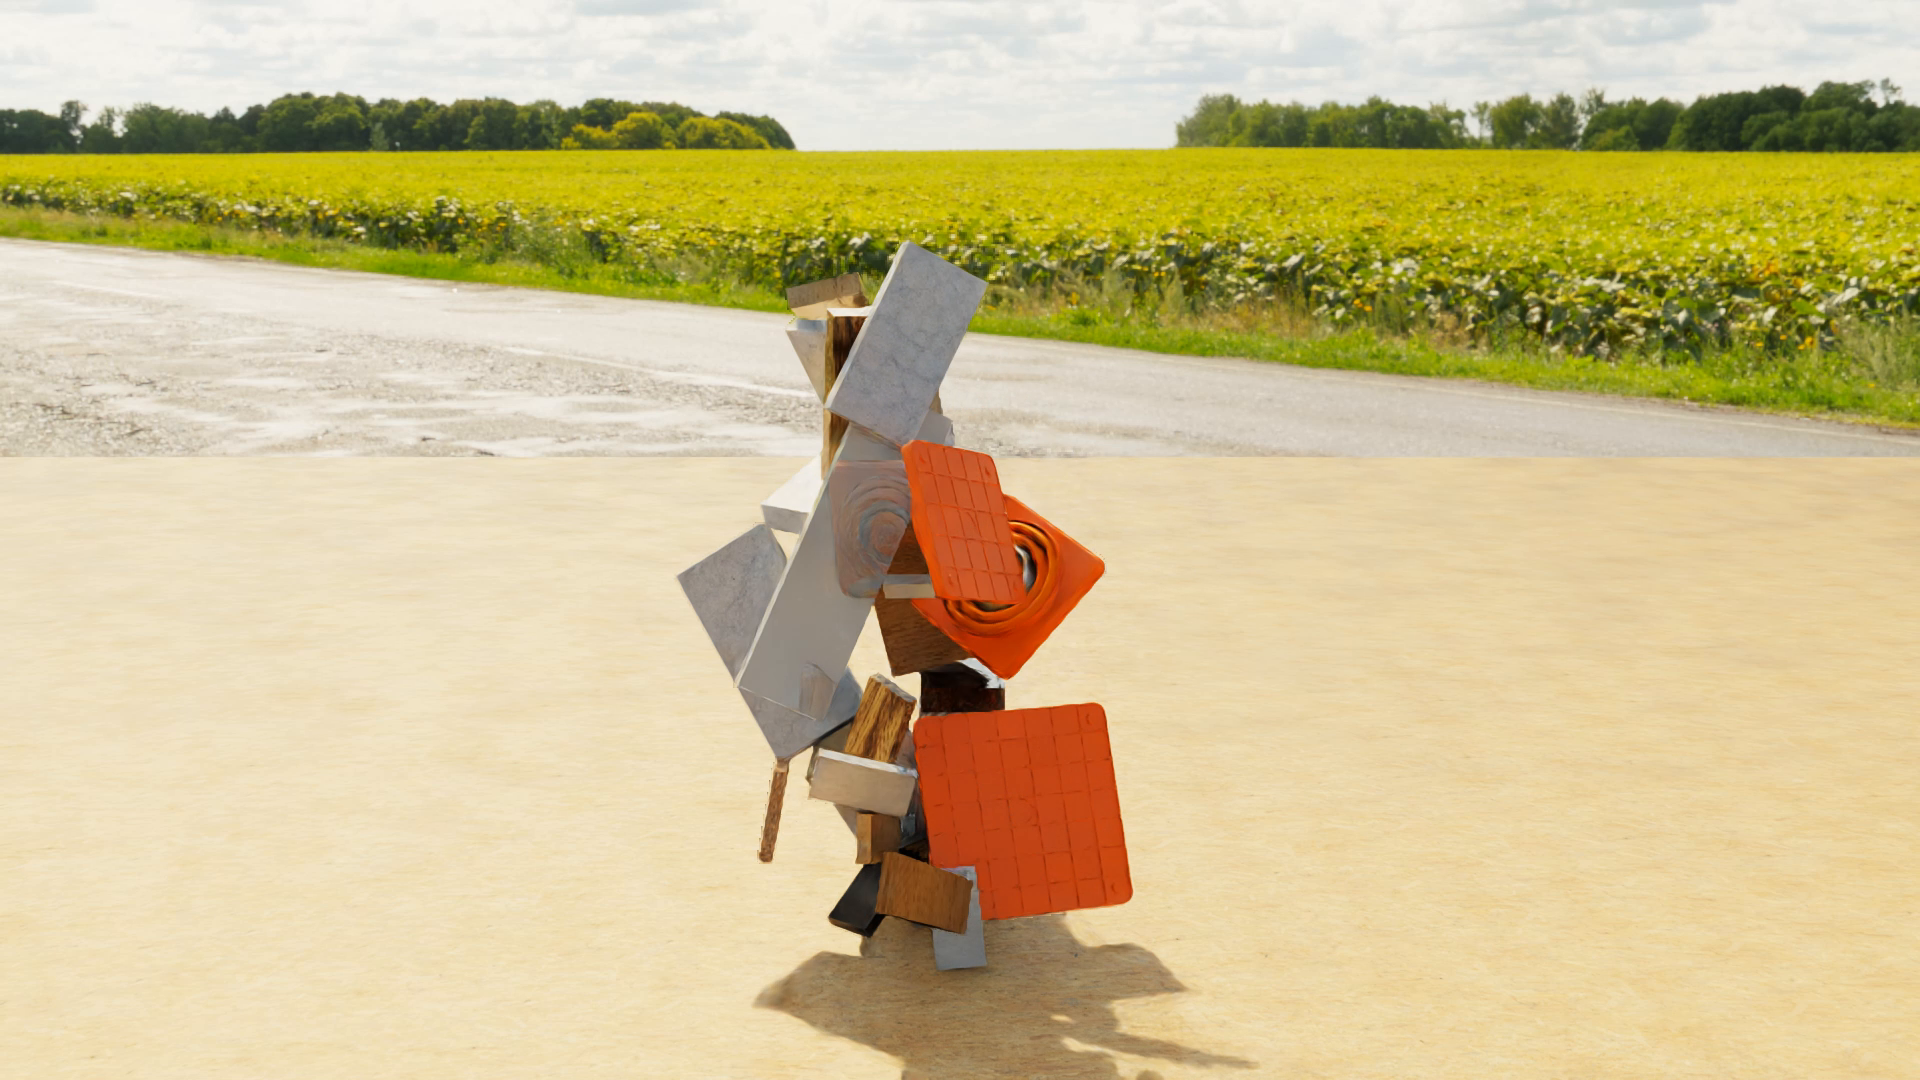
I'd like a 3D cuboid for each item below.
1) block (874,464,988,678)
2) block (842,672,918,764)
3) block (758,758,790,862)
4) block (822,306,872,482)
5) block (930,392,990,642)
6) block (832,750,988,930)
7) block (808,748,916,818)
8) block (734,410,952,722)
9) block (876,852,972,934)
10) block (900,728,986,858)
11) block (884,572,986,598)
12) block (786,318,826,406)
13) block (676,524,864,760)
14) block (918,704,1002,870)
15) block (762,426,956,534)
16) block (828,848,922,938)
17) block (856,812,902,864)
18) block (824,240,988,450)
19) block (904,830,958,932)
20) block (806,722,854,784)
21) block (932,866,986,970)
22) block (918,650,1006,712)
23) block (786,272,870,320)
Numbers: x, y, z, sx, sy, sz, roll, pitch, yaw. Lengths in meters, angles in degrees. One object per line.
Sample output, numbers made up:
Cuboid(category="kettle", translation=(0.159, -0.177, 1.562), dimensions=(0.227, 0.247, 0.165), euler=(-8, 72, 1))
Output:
Cuboid(category="block", translation=(-0.076, 0.054, 3.818), dimensions=(0.169, 0.337, 0.048), euler=(-14, 0, -4))
Cuboid(category="block", translation=(-0.122, 0.286, 3.288), dimensions=(0.078, 0.157, 0.022), euler=(33, 27, 28))
Cuboid(category="block", translation=(-0.285, 0.415, 3.375), dimensions=(0.020, 0.144, 0.072), euler=(10, 10, -2))
Cuboid(category="block", translation=(-0.146, -0.235, 3.609), dimensions=(0.148, 0.295, 0.042), euler=(-4, 25, -18))
Cuboid(category="block", translation=(-0.067, -0.117, 3.937), dimensions=(0.123, 0.631, 0.035), euler=(-13, -2, 40))
Cuboid(category="block", translation=(-0.087, 0.468, 3.495), dimensions=(0.135, 0.271, 0.038), euler=(-33, 10, -3))
Cuboid(category="block", translation=(-0.141, 0.352, 3.175), dimensions=(0.144, 0.072, 0.020), euler=(13, 26, -4))
Cuboid(category="block", translation=(-0.186, 0.018, 3.536), dimensions=(0.148, 0.532, 0.042), euler=(25, -8, -14))
Cuboid(category="block", translation=(-0.045, 0.489, 3.024), dimensions=(0.022, 0.078, 0.457), euler=(6, -12, 13))
Cuboid(category="block", translation=(-0.087, 0.438, 3.663), dimensions=(0.135, 0.271, 0.038), euler=(-32, 10, 5))
Cuboid(category="block", translation=(-0.040, 0.071, 3.447), dimensions=(0.157, 0.022, 0.078), euler=(-2, 11, -1))
Cuboid(category="block", translation=(-0.193, -0.260, 3.713), dimensions=(0.123, 0.246, 0.035), euler=(8, 44, 44))
Cuboid(category="block", translation=(-0.306, 0.168, 3.609), dimensions=(0.169, 0.353, 0.048), euler=(-32, -11, 8))
Cuboid(category="block", translation=(-0.001, 0.424, 3.779), dimensions=(0.142, 0.284, 0.040), euler=(-1, 7, -5))
Cuboid(category="block", translation=(-0.171, -0.114, 3.772), dimensions=(0.169, 0.048, 0.338), euler=(11, 37, 32))
Cuboid(category="block", translation=(-0.131, 0.539, 3.394), dimensions=(0.076, 0.022, 0.152), euler=(11, 51, 37))
Cuboid(category="block", translation=(-0.120, 0.441, 3.275), dimensions=(0.020, 0.072, 0.280), euler=(1, -6, 7))
Cuboid(category="block", translation=(-0.086, -0.311, 3.511), dimensions=(0.148, 0.295, 0.042), euler=(26, -4, -18))
Cuboid(category="block", translation=(-0.034, 0.543, 3.461), dimensions=(0.076, 0.152, 0.022), euler=(-22, -6, -5))
Cuboid(category="block", translation=(-0.172, 0.326, 3.548), dimensions=(0.135, 0.038, 0.271), euler=(-32, 9, 6))
Cuboid(category="block", translation=(-0.006, 0.572, 3.328), dimensions=(0.076, 0.152, 0.022), euler=(-6, 10, 0))
Cuboid(category="block", translation=(0.001, 0.245, 3.852), dimensions=(0.142, 0.040, 0.284), euler=(0, 10, -2))
Cuboid(category="block", translation=(-0.224, -0.416, 3.784), dimensions=(0.123, 0.035, 0.246), euler=(-13, 0, 1))
